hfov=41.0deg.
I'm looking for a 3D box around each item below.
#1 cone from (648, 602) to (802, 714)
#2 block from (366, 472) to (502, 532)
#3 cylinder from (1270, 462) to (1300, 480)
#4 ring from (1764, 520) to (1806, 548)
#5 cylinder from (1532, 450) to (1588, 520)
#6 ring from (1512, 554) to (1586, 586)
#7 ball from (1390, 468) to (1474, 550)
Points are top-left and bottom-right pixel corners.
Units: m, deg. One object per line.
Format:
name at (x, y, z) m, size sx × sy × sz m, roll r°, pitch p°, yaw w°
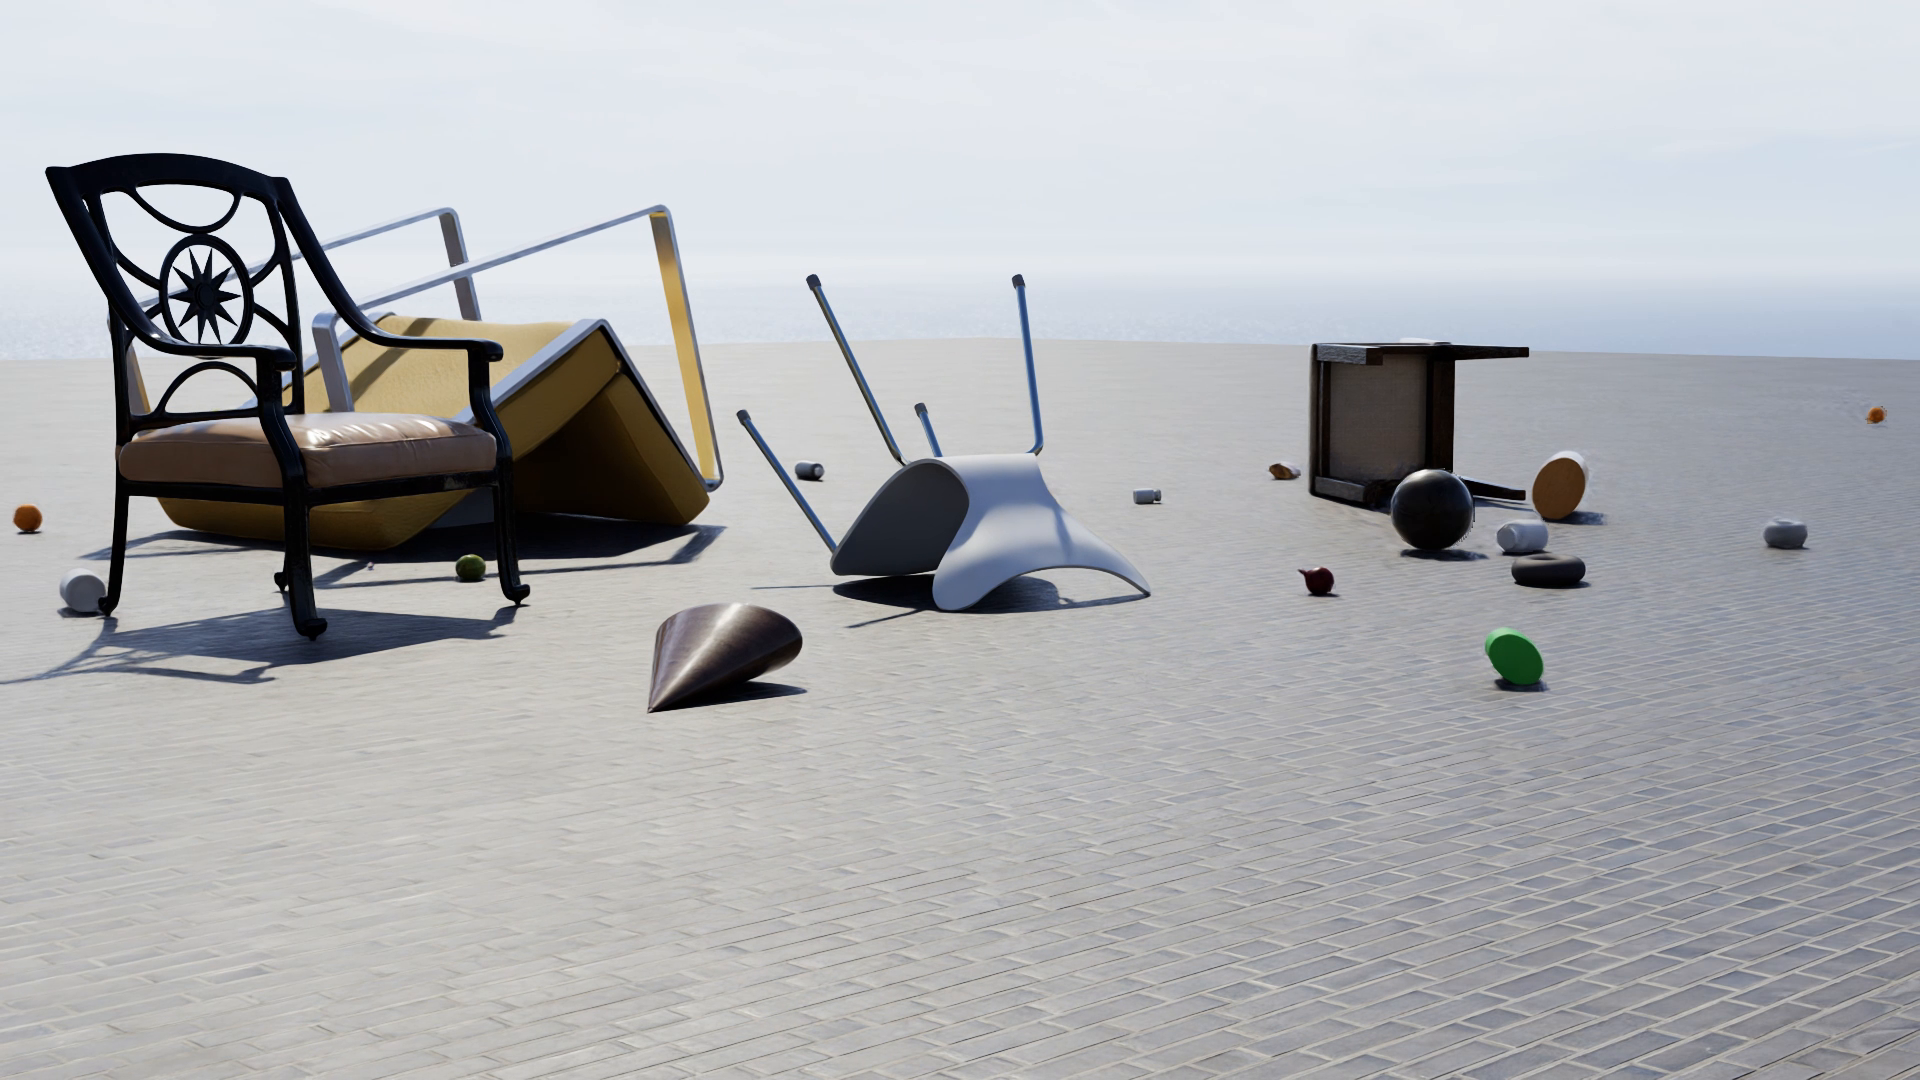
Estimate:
cone at (-0.425, 0.213, 4.023) m, size 0.260 × 0.132 × 0.337 m, roll -3°, pitch 16°, yaw 18°
block at (-1.393, -0.104, 6.805) m, size 0.152 × 0.126 × 0.340 m, roll 4°, pitch 7°, yaw 34°
cylinder at (1.060, -0.226, 8.367) m, size 0.081 × 0.044 × 0.095 m, roll 23°, pitch 14°, yaw 20°
ring at (2.013, -0.014, 6.259) m, size 0.101 × 0.057 × 0.083 m, roll 3°, pitch 13°, yaw 30°
cylinder at (1.658, -0.153, 7.077) m, size 0.133 × 0.173 × 0.290 m, roll 23°, pitch 11°, yaw 12°
ring at (1.268, 0.064, 5.527) m, size 0.155 × 0.055 × 0.184 m, roll 2°, pitch 7°, yaw 26°
ball at (1.131, -0.072, 6.153) m, size 0.197 × 0.197 × 0.197 m, roll 0°, pitch 6°, yaw 0°
